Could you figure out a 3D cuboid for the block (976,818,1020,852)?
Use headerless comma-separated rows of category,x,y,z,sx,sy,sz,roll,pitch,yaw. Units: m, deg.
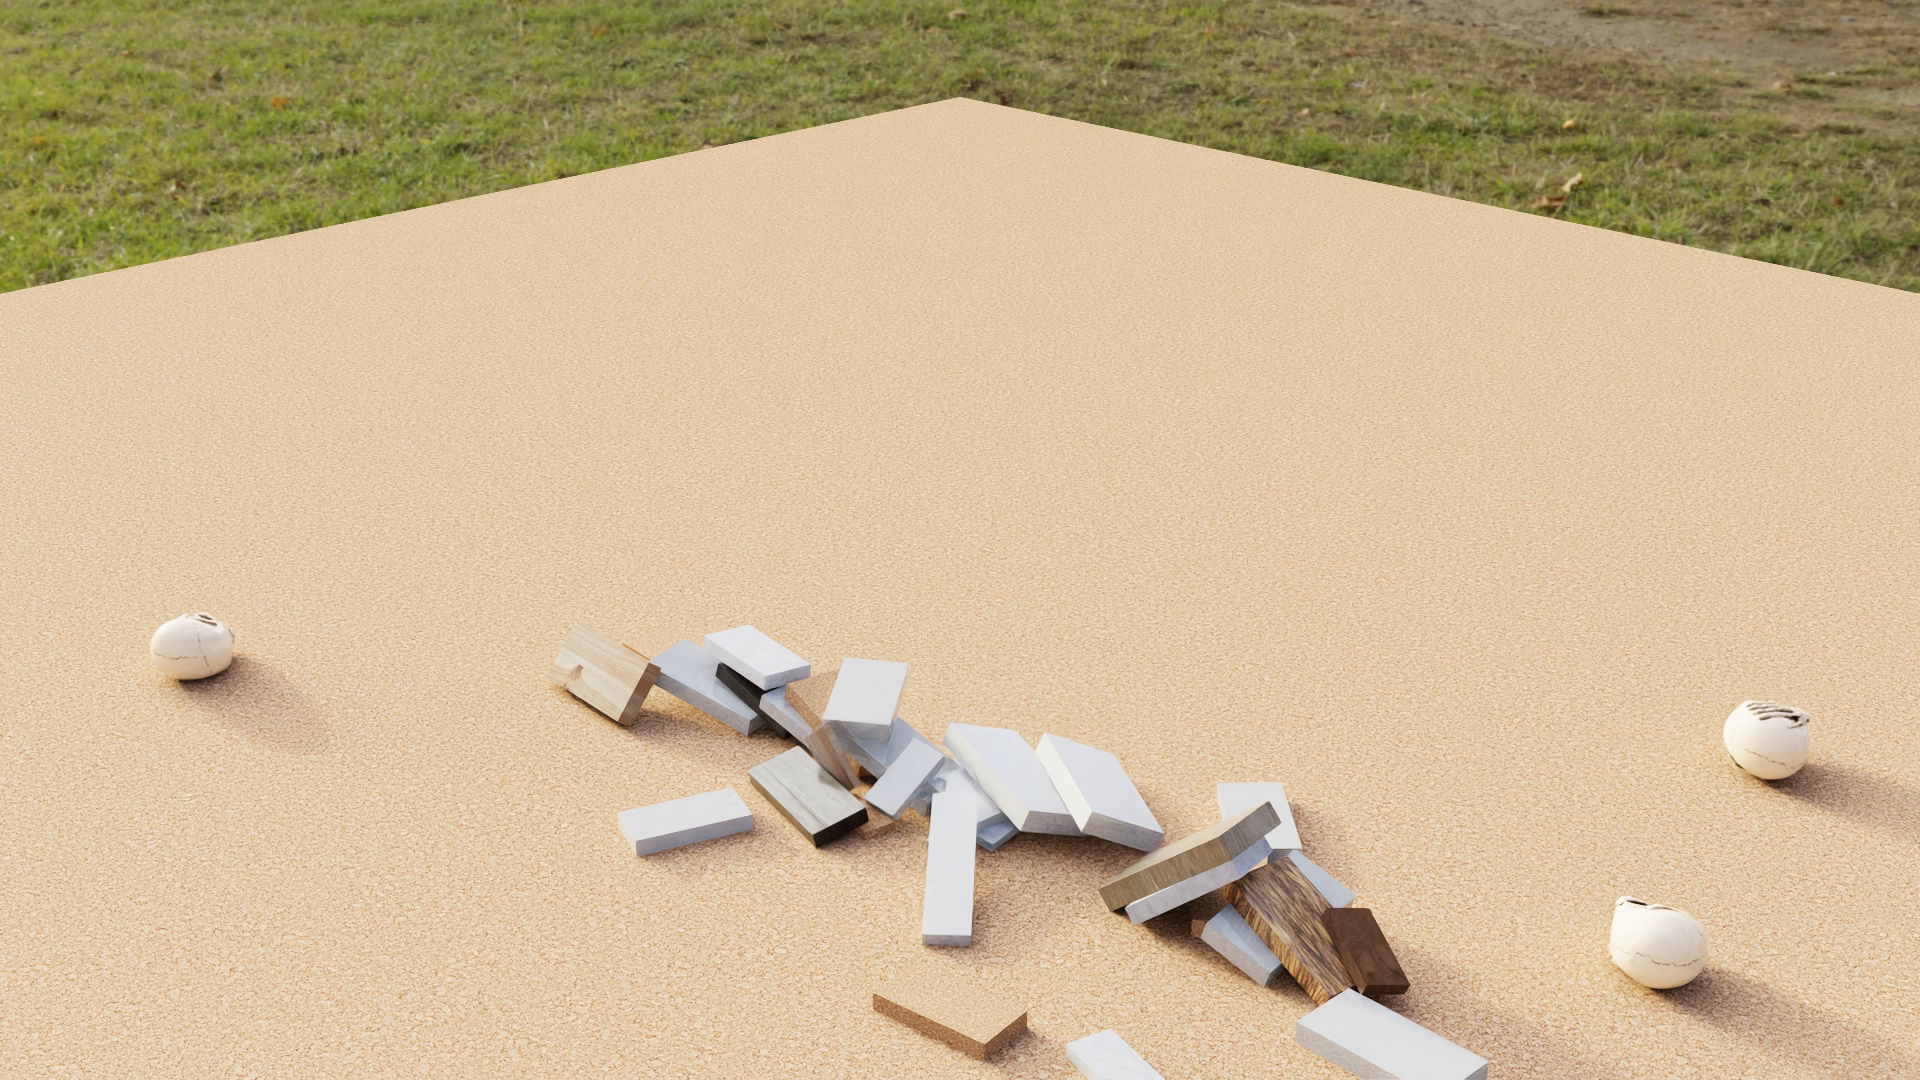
block,0.082,0.563,4.374,0.070,0.020,0.140,27,41,32

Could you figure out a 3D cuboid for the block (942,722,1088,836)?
block,0.116,0.482,4.443,0.167,0.047,0.334,10,21,-35

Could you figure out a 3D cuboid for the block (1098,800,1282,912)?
block,0.422,0.585,4.063,0.167,0.047,0.334,-25,-6,-45

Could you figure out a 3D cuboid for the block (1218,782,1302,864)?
block,0.595,0.564,4.385,0.131,0.037,0.261,0,23,-1

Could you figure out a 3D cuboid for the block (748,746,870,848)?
block,-0.310,0.518,4.461,0.121,0.034,0.298,-26,32,-21

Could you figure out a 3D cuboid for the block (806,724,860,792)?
block,-0.260,0.452,4.500,0.020,0.140,0.070,-23,-7,-43

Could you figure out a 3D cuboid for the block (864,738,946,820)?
block,-0.110,0.483,4.436,0.081,0.023,0.163,27,66,34

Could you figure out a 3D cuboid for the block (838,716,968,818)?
block,-0.117,0.454,4.544,0.140,0.040,0.281,-21,46,-42

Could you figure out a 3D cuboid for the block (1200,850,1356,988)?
block,0.582,0.686,4.007,0.144,0.041,0.288,36,43,25

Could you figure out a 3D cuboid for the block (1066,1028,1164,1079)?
block,0.262,0.881,3.652,0.090,0.025,0.179,-13,26,-27

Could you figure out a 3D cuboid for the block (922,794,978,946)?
block,-0.017,0.622,4.187,0.090,0.025,0.416,1,31,2

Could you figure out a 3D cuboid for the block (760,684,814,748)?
block,-0.303,0.391,4.708,0.240,0.034,0.120,36,39,28

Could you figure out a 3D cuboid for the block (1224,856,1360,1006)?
block,0.617,0.701,3.934,0.144,0.041,0.288,-15,47,-32

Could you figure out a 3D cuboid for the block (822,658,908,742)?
block,-0.197,0.334,4.631,0.140,0.040,0.281,5,24,5

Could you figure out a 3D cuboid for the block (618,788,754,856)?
block,-0.548,0.561,4.394,0.243,0.034,0.122,-10,25,-23

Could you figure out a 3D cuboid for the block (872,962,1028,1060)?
block,-0.018,0.812,3.802,0.243,0.034,0.121,17,28,34

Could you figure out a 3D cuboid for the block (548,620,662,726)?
block,-0.793,0.295,4.889,0.289,0.144,0.041,24,-6,44

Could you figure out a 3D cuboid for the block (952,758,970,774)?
block,0.037,0.472,4.619,0.163,0.023,0.081,-21,31,-40

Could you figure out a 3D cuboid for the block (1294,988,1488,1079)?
block,0.722,0.857,3.688,0.144,0.041,0.288,-20,30,-39

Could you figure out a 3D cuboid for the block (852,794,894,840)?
block,-0.199,0.557,4.423,0.070,0.020,0.140,-16,28,-32

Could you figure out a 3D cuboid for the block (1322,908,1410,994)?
block,0.715,0.724,3.878,0.090,0.025,0.179,4,37,-23

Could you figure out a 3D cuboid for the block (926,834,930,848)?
block,-0.022,0.578,4.376,0.063,0.018,0.126,5,23,11

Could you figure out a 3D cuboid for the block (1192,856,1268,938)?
block,0.510,0.666,4.144,0.131,0.037,0.261,4,23,8

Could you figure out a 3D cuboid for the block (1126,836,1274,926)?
block,0.437,0.623,4.031,0.261,0.037,0.131,-32,-5,36

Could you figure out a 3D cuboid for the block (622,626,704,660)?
block,-0.635,0.280,5.047,0.144,0.041,0.289,-18,29,-37

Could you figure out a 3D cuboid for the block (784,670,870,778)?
block,-0.236,0.388,4.672,0.140,0.040,0.281,-14,43,-36

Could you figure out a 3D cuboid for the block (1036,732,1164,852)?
block,0.278,0.506,4.422,0.167,0.047,0.334,19,16,-21

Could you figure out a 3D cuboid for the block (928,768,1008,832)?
block,0.016,0.521,4.400,0.081,0.023,0.163,-20,36,-29

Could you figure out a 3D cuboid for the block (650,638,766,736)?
block,-0.541,0.323,4.862,0.289,0.041,0.144,26,32,22

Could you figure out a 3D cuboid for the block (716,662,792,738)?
block,-0.412,0.336,4.814,0.120,0.034,0.240,-17,45,-44

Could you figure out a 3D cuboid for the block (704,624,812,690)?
block,-0.447,0.257,4.833,0.120,0.034,0.240,-13,28,-37
